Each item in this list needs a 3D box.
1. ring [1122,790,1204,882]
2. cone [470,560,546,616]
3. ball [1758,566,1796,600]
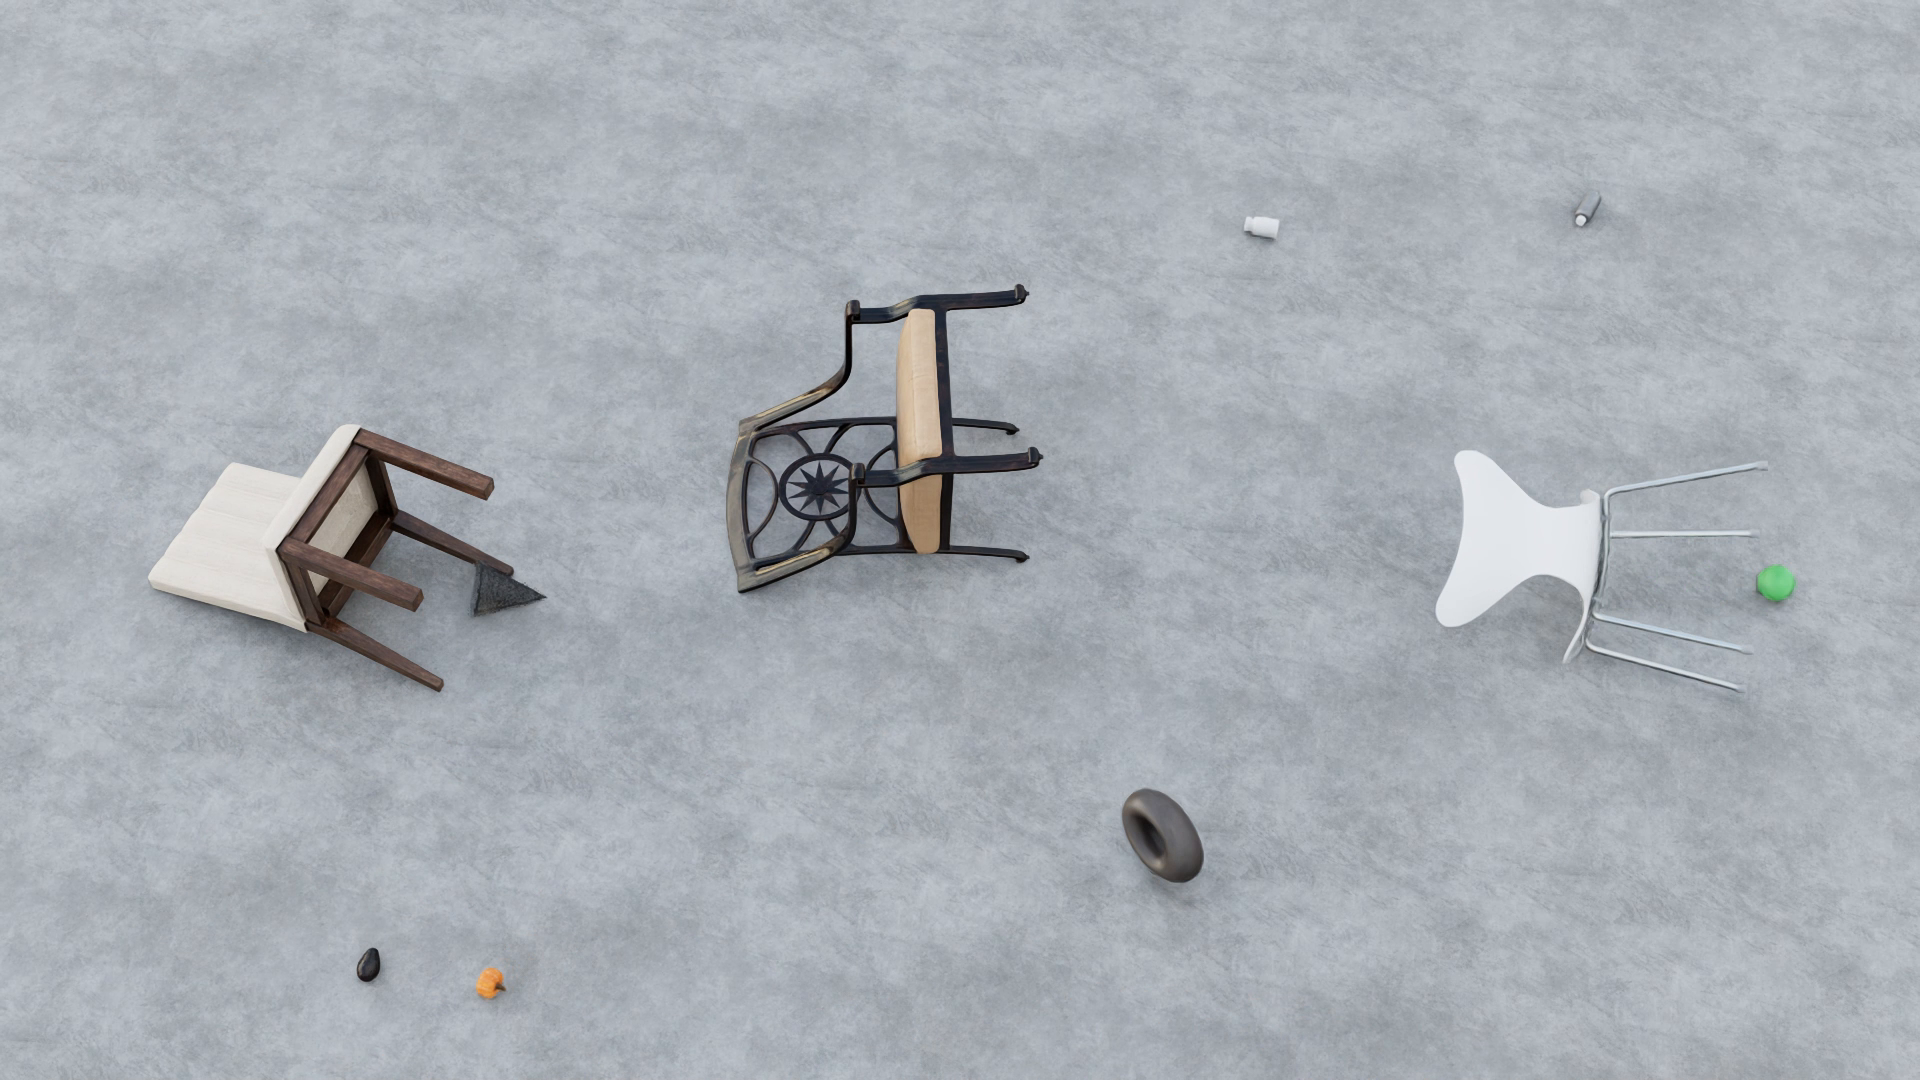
[{"bbox_3d":[0.546,0.797,5.932,0.109,0.182,0.289,-13,55,-38],"label":"ring"},{"bbox_3d":[-1.309,0.155,6.425,0.212,0.159,0.162,9,94,-19],"label":"cone"},{"bbox_3d":[2.385,0.125,6.427,0.104,0.104,0.104,0,56,0],"label":"ball"}]
